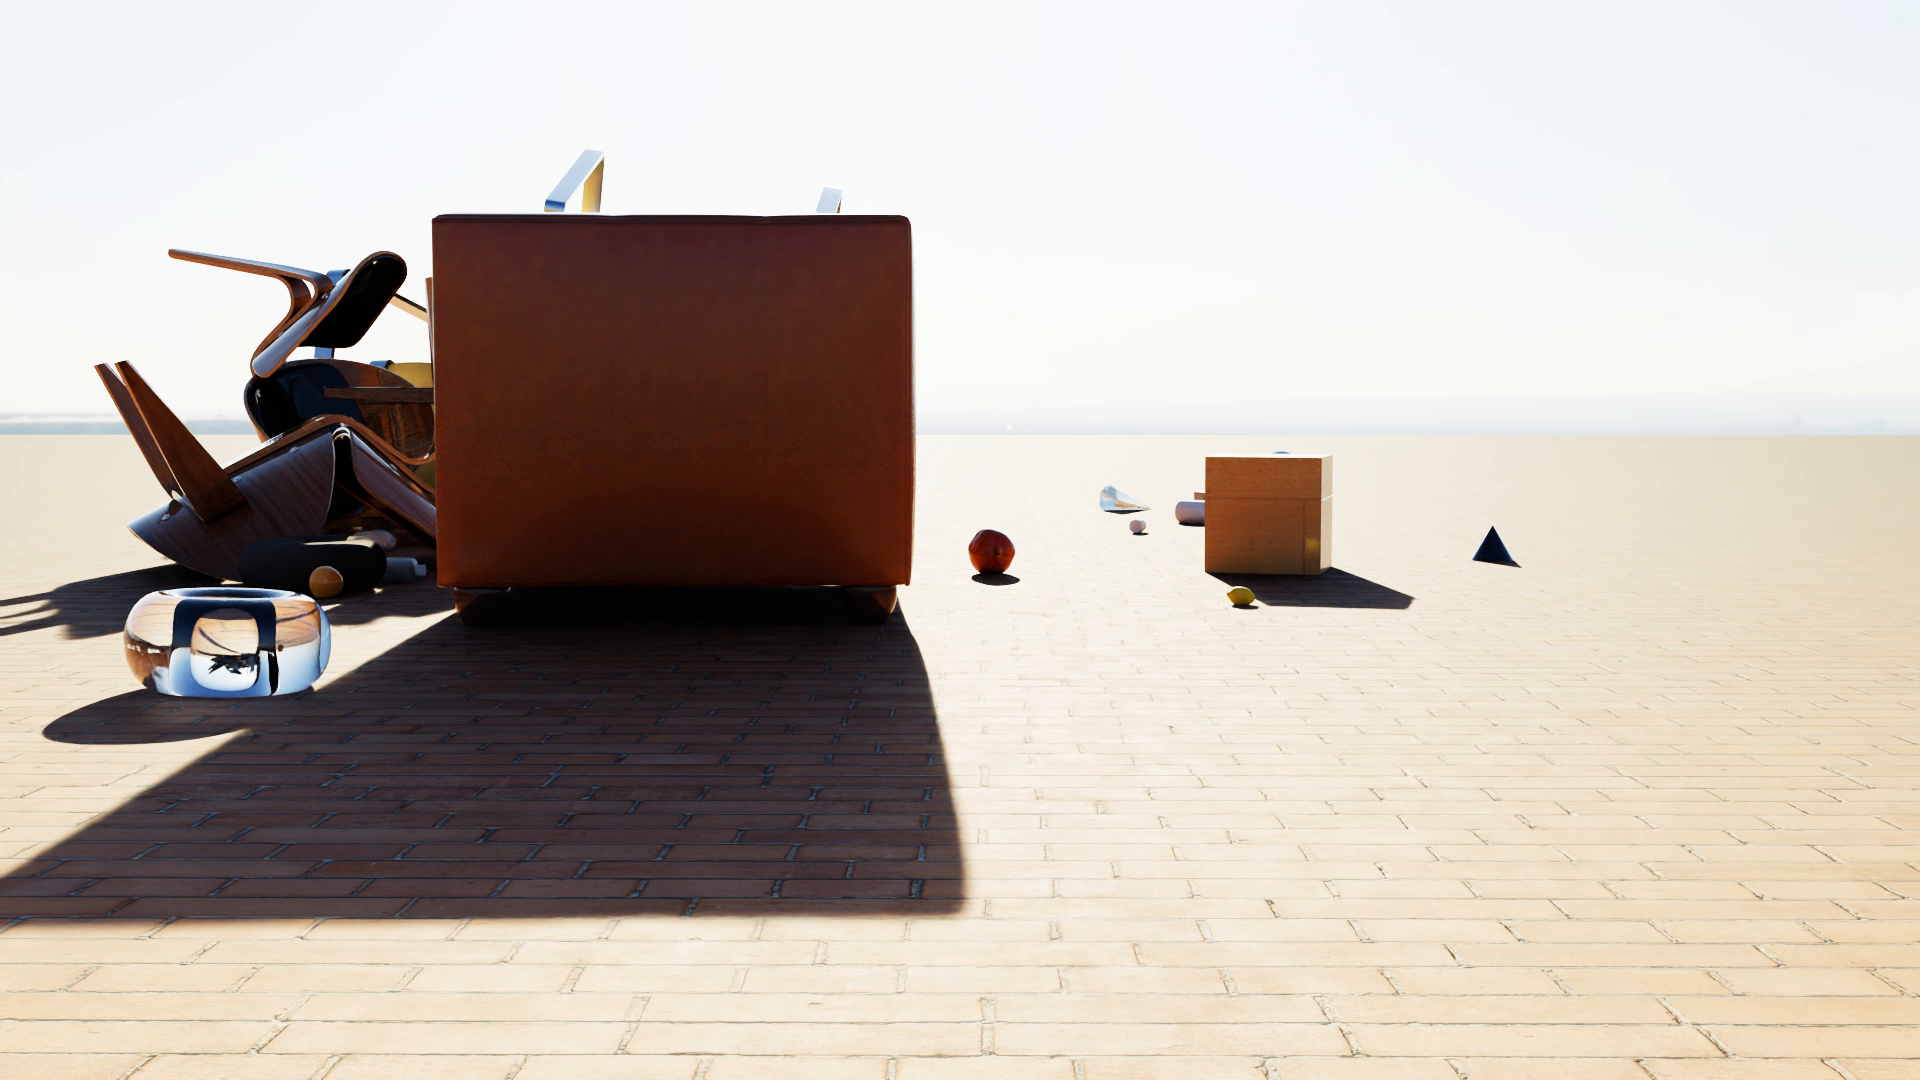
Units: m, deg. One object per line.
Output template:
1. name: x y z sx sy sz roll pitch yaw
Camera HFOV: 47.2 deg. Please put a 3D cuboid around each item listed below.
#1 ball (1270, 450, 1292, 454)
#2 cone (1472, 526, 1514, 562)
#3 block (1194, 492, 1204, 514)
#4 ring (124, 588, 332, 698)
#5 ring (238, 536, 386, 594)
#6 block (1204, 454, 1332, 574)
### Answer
1. ball: 1.235 -0.239 8.477 0.212 0.212 0.212 0 4 0
2. cone: 1.398 0.006 5.776 0.120 0.093 0.094 -2 4 -26
3. block: 0.901 -0.136 7.974 0.074 0.076 0.097 -1 4 -16
4. ring: -1.097 0.152 3.298 0.314 0.145 0.280 3 3 27
5. ring: -1.453 0.055 4.936 0.347 0.114 0.301 2 5 31
6. block: 0.771 -0.069 5.478 0.283 0.283 0.270 1 4 15
